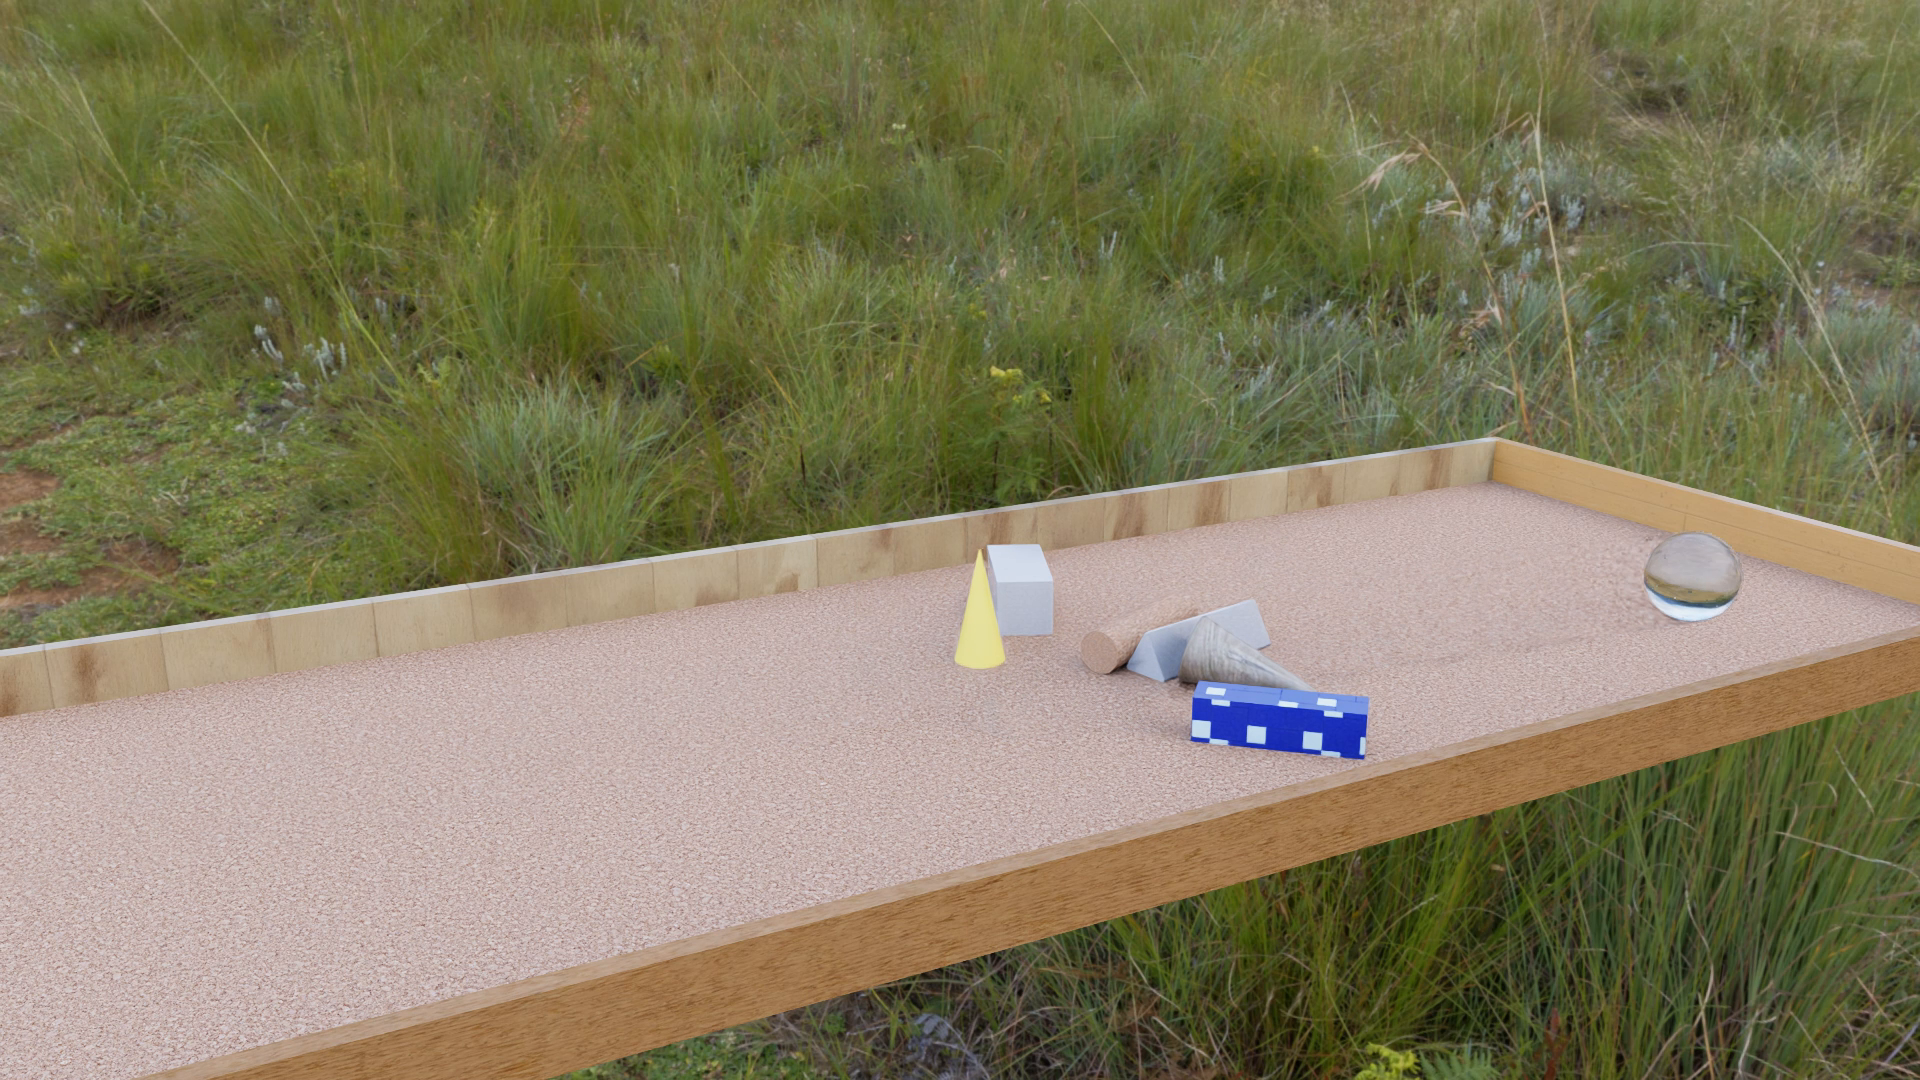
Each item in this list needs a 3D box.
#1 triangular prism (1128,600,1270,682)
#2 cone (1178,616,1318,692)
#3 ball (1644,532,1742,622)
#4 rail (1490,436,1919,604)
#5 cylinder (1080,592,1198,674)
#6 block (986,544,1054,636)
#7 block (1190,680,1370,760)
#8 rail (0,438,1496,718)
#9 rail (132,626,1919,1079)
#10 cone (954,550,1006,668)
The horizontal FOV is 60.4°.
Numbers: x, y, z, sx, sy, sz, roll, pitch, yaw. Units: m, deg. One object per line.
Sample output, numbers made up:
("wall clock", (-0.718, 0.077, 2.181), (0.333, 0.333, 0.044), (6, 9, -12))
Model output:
("triangular prism", (0.627, 0.249, 4.295), (0.413, 0.113, 0.130), (-13, 21, -38))
("cone", (0.748, 0.334, 4.064), (0.377, 0.176, 0.176), (21, 23, 19))
("ball", (2.027, 0.103, 4.566), (0.247, 0.247, 0.247), (0, 16, 0))
("rail", (2.466, -0.048, 5.253), (0.050, 0.150, 2.100), (-9, 18, -27))
("cylinder", (0.477, 0.239, 4.340), (0.113, 0.113, 0.410), (12, 20, 35))
("block", (0.165, 0.136, 4.623), (0.152, 0.152, 0.351), (-1, 16, -3))
("block", (0.731, 0.410, 3.769), (0.387, 0.108, 0.108), (4, 17, 15))
("rail", (-3.305, 0.497, 3.399), (12.000, 0.150, 0.050), (-9, 18, -27))
("rail", (-2.336, 1.006, 1.665), (12.000, 0.150, 0.050), (-9, 18, -27))
("cone", (0.051, 0.163, 4.253), (0.133, 0.307, 0.133), (0, 16, 0))
